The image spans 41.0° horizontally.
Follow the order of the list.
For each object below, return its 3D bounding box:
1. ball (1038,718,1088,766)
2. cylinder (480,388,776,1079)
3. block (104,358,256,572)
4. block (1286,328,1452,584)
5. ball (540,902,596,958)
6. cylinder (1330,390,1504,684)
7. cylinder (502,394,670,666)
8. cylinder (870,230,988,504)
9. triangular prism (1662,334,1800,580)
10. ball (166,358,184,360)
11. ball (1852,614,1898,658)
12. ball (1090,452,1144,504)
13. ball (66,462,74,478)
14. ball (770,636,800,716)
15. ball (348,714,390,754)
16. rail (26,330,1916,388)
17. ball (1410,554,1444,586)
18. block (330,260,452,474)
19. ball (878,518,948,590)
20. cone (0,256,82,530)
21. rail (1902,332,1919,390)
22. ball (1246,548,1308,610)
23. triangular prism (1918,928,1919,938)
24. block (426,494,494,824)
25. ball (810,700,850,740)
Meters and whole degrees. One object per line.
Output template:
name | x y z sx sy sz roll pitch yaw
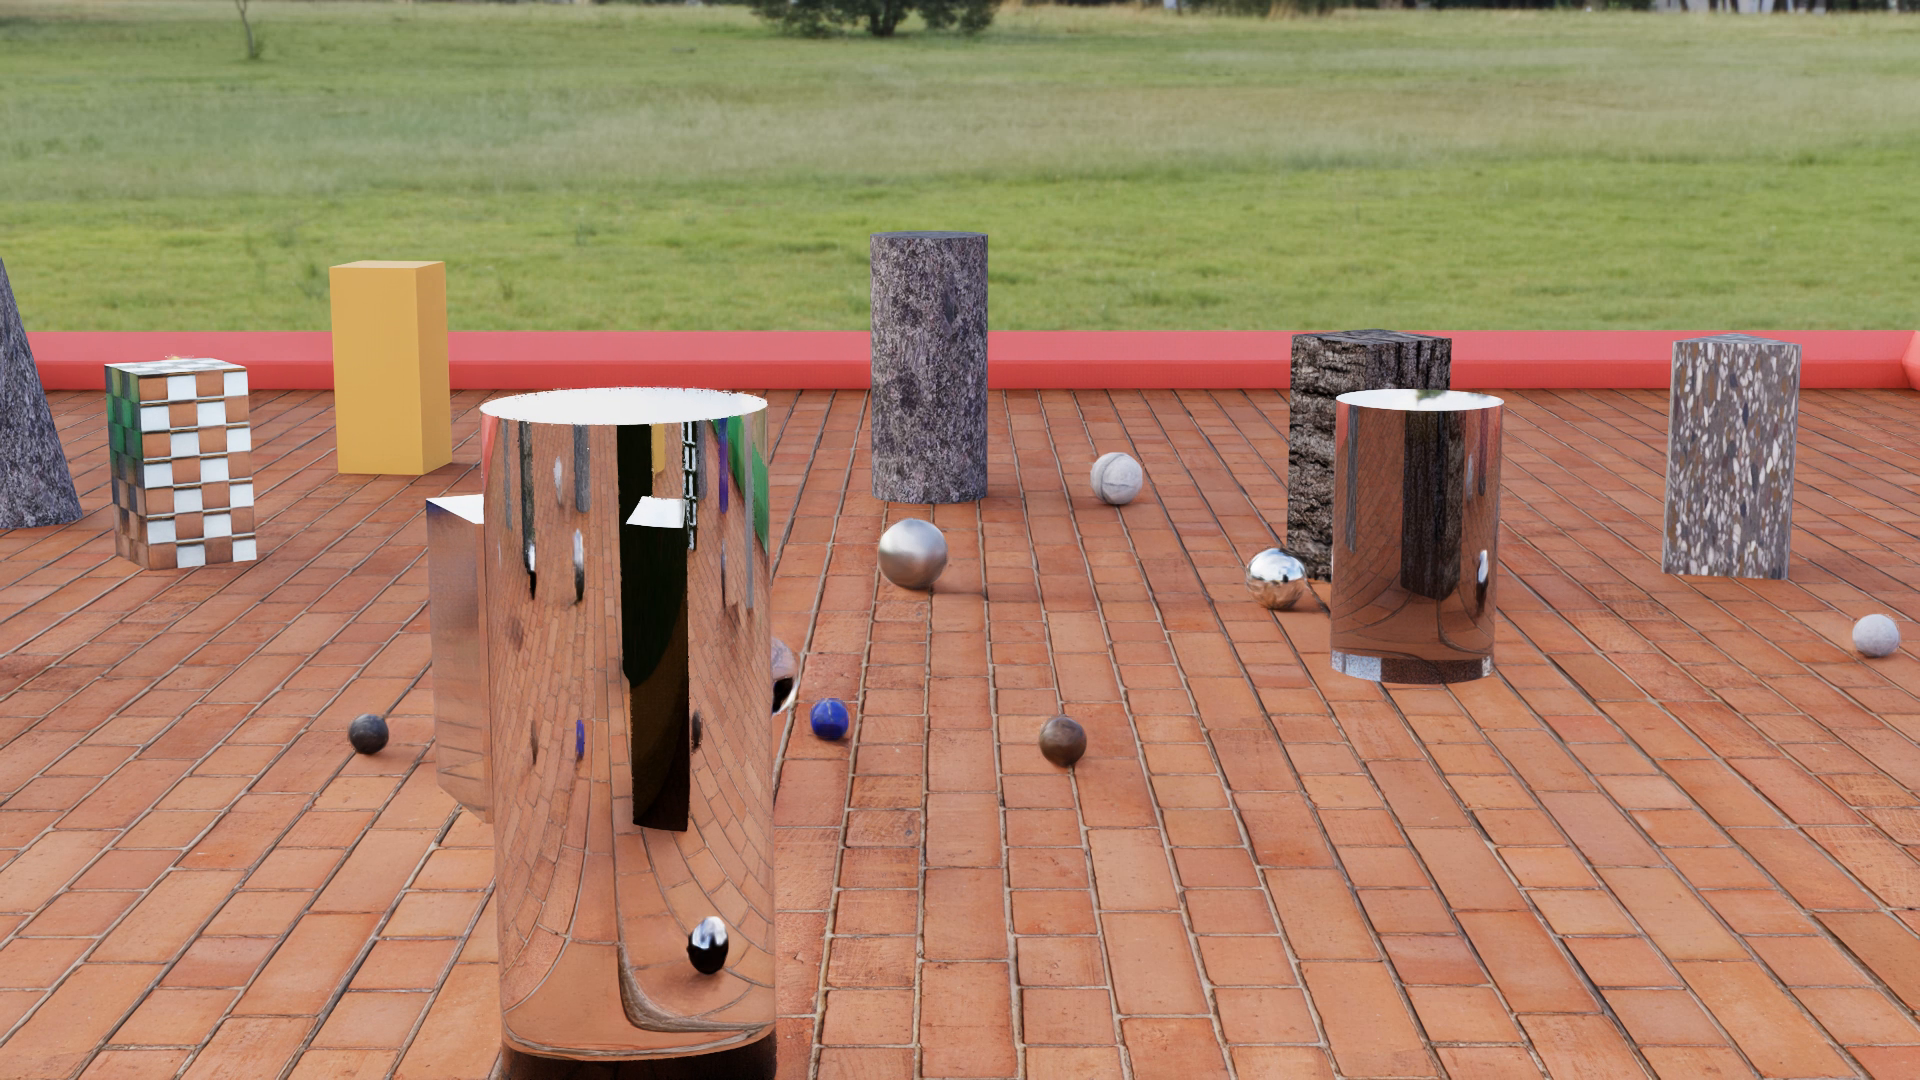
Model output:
ball | 0.108 0.212 2.703 0.051 0.051 0.051 0 10 0
cylinder | -0.234 0.148 1.837 0.200 0.493 0.200 0 10 0
block | -1.163 -0.116 3.829 0.160 0.288 0.160 -7 13 -35
block | 0.585 -0.119 3.682 0.160 0.347 0.160 -7 12 -32
ball | -0.324 0.322 2.121 0.046 0.046 0.046 0 10 0
cylinder | 0.555 -0.008 3.128 0.200 0.329 0.200 0 10 0
cylinder | -0.464 -0.013 3.193 0.200 0.316 0.200 0 10 0
cylinder | -0.052 -0.297 4.376 0.200 0.445 0.200 0 10 0
triangular prism | 1.125 -0.127 3.750 0.173 0.337 0.150 3 11 16
ball | -1.764 -0.370 5.766 0.082 0.082 0.082 0 10 0
ball | 1.140 0.120 3.195 0.054 0.054 0.054 0 10 0
ball | 0.263 -0.104 4.306 0.090 0.090 0.090 0 10 0
ball | -1.570 -0.114 4.456 0.056 0.056 0.056 0 10 0
ball | -0.230 0.154 2.892 0.098 0.098 0.098 0 10 0
ball | -0.633 0.208 2.750 0.043 0.043 0.043 0 10 0
rail | -0.014 -0.407 5.828 4.391 0.130 0.045 0 10 0
ball | 0.661 0.042 3.637 0.047 0.047 0.047 0 10 0
block | -1.036 -0.317 4.681 0.160 0.372 0.160 1 11 8
ball | -0.066 0.020 3.610 0.100 0.100 0.100 0 10 0
cone | -1.534 -0.245 4.143 0.200 0.427 0.200 0 10 0
rail | 2.172 0.031 3.461 0.045 0.130 4.887 0 10 0
ball | 0.429 0.052 3.478 0.083 0.083 0.083 0 10 0
triangular prism | 0.922 0.099 2.100 0.150 0.494 0.173 -7 13 -35
block | -0.429 0.111 2.575 0.160 0.297 0.160 -6 12 -28
ball | -0.143 0.197 2.806 0.043 0.043 0.043 0 10 0
